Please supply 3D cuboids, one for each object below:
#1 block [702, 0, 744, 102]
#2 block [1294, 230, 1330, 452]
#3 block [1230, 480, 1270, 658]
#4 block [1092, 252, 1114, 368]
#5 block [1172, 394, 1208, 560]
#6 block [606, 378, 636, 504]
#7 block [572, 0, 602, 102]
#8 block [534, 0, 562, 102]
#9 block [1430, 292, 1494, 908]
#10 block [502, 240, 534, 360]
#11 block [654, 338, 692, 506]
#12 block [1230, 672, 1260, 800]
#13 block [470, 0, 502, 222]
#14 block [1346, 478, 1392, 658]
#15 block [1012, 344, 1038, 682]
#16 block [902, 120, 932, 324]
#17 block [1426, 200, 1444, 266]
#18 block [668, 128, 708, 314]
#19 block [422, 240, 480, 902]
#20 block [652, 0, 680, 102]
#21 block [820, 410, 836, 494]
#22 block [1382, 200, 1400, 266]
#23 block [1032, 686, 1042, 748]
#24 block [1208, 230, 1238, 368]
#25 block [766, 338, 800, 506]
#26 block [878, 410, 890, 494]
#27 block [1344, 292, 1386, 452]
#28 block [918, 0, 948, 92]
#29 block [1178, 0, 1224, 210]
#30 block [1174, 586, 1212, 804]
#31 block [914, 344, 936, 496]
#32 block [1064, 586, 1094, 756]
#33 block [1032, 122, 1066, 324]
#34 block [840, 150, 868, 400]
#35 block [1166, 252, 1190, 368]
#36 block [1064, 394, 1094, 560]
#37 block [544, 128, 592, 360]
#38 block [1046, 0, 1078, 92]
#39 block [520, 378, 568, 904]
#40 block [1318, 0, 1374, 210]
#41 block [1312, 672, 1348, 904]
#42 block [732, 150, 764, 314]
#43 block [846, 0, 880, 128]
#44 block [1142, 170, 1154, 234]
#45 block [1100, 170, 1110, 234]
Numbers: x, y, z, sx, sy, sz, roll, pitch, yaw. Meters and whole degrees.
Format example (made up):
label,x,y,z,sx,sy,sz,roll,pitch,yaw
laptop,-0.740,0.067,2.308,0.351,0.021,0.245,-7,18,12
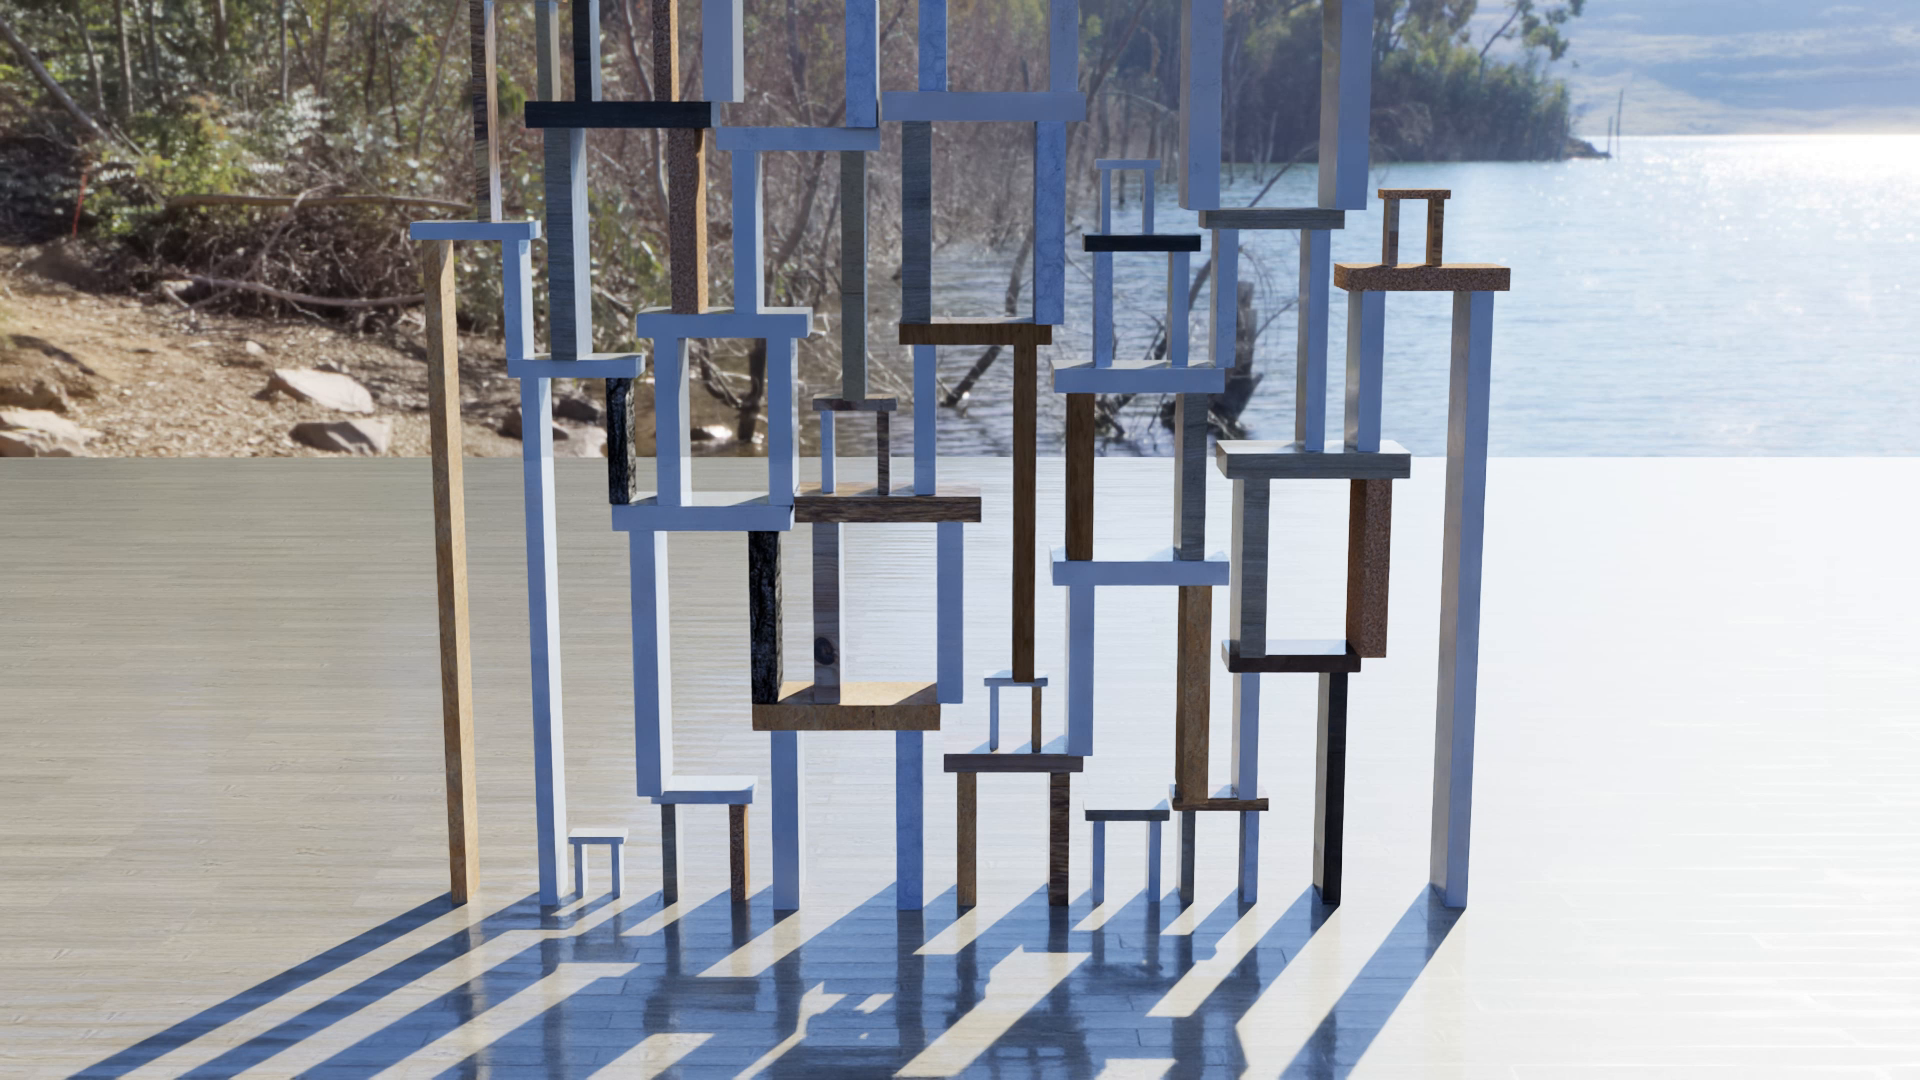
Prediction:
label,x,y,z,sx,sy,sz,roll,pitch,yaw
block,-0.366,-0.841,3.397,0.046,0.323,0.162,1,11,0
block,0.561,-0.321,3.500,0.031,0.348,0.108,0,11,0
block,0.468,0.033,3.561,0.041,0.290,0.145,0,11,0
block,0.227,-0.369,3.494,0.026,0.181,0.090,0,11,0
block,0.370,-0.111,3.539,0.038,0.267,0.134,0,11,0
block,-0.543,-0.165,3.525,0.029,0.202,0.101,0,11,0
block,-0.580,-0.774,3.415,0.026,0.184,0.092,0,11,0
block,-0.641,-0.759,3.419,0.022,0.152,0.076,0,11,0
block,0.813,0.096,3.575,0.036,1.006,0.126,0,11,0
block,-0.701,-0.385,3.488,0.026,0.186,0.093,0,11,0
block,-0.460,-0.197,3.524,0.038,0.266,0.133,0,11,0
block,0.469,0.309,3.618,0.030,0.213,0.107,0,10,0
block,-0.741,-0.668,3.436,0.022,0.337,0.076,0,11,0
block,0.661,0.033,3.561,0.041,0.290,0.145,0,11,0
block,0.103,-0.049,3.550,0.034,0.544,0.119,0,11,0
block,-0.067,-0.502,3.464,0.044,0.310,0.155,0,11,0
block,0.749,-0.486,3.468,0.015,0.104,0.052,0,11,0
block,-0.428,-0.504,3.464,0.040,0.284,0.142,0,11,0
block,-0.825,0.057,3.571,0.026,1.084,0.093,0,11,0
block,-0.457,-0.774,3.414,0.026,0.184,0.092,0,11,0
block,-0.211,-0.146,3.527,0.019,0.132,0.066,0,11,0
block,0.679,-0.485,3.467,0.015,0.104,0.052,0,11,0
block,0.126,0.285,3.608,0.015,0.104,0.052,0,11,0
block,0.418,-0.386,3.489,0.031,0.216,0.108,0,11,0
block,-0.283,-0.197,3.524,0.038,0.265,0.133,0,11,0
block,-0.122,-0.146,3.527,0.019,0.132,0.066,0,11,0
block,0.644,-0.274,3.506,0.036,0.253,0.126,0,11,0
block,-0.041,-0.847,3.407,0.043,0.301,0.150,0,11,0
block,0.374,-0.688,3.428,0.048,0.338,0.169,0,11,1
block,0.382,0.237,3.600,0.040,0.361,0.140,0,11,0
block,-0.056,-0.199,3.521,0.034,0.238,0.119,0,11,0
block,0.195,0.198,3.593,0.040,0.281,0.140,0,11,0
block,0.140,-0.502,3.464,0.044,0.310,0.155,0,11,0
block,-0.167,-0.420,3.480,0.035,0.387,0.125,0,11,-1
block,0.346,-0.369,3.493,0.026,0.181,0.090,0,11,0
block,0.192,-0.111,3.539,0.038,0.267,0.134,0,11,-1
block,-0.618,-0.468,3.471,0.040,0.357,0.142,0,11,0
block,0.159,-0.847,3.407,0.043,0.301,0.150,0,11,0
block,-0.677,0.163,3.586,0.029,0.869,0.101,0,11,0
block,0.600,-0.688,3.428,0.048,0.338,0.169,0,11,0
block,0.611,0.397,3.634,0.030,0.392,0.107,0,11,0
block,-0.334,-0.487,3.466,0.035,0.250,0.125,0,11,0
block,-0.151,-0.823,3.403,0.046,0.362,0.162,0,11,0
block,0.297,-0.533,3.465,0.014,0.101,0.050,0,10,1
block,0.229,-0.533,3.465,0.014,0.101,0.050,0,10,1
